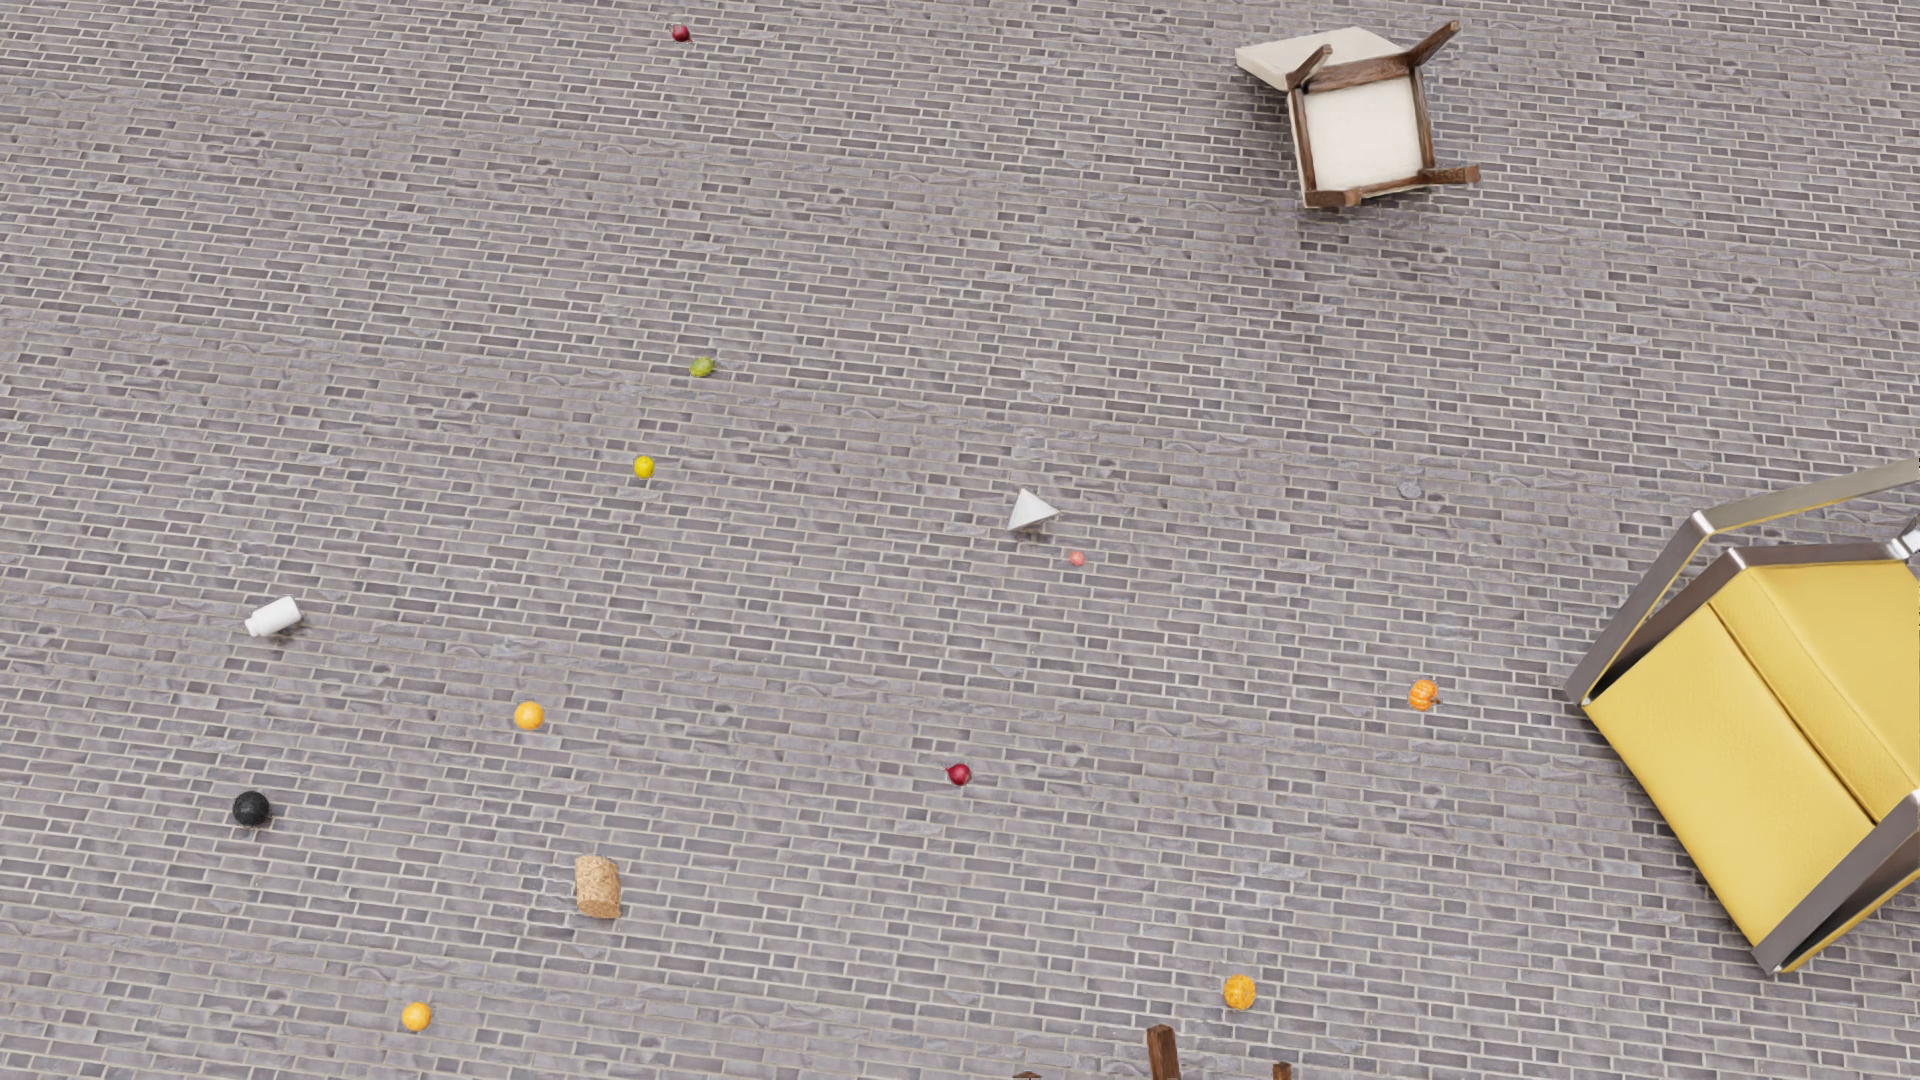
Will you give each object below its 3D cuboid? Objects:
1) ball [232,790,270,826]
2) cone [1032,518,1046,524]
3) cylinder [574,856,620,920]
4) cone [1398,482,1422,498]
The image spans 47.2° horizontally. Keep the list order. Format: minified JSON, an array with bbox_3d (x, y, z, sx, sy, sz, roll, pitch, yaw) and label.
[{"bbox_3d":[-1.941,0.736,6.021,0.098,0.098,0.098,0,56,0],"label":"ball"},{"bbox_3d":[0.225,-0.081,6.601,0.071,0.056,0.041,-10,31,-35],"label":"cone"},{"bbox_3d":[-0.968,0.928,5.870,0.083,0.149,0.128,-24,54,21],"label":"cylinder"},{"bbox_3d":[1.344,-0.158,6.660,0.060,0.097,0.048,23,96,54],"label":"cone"}]
